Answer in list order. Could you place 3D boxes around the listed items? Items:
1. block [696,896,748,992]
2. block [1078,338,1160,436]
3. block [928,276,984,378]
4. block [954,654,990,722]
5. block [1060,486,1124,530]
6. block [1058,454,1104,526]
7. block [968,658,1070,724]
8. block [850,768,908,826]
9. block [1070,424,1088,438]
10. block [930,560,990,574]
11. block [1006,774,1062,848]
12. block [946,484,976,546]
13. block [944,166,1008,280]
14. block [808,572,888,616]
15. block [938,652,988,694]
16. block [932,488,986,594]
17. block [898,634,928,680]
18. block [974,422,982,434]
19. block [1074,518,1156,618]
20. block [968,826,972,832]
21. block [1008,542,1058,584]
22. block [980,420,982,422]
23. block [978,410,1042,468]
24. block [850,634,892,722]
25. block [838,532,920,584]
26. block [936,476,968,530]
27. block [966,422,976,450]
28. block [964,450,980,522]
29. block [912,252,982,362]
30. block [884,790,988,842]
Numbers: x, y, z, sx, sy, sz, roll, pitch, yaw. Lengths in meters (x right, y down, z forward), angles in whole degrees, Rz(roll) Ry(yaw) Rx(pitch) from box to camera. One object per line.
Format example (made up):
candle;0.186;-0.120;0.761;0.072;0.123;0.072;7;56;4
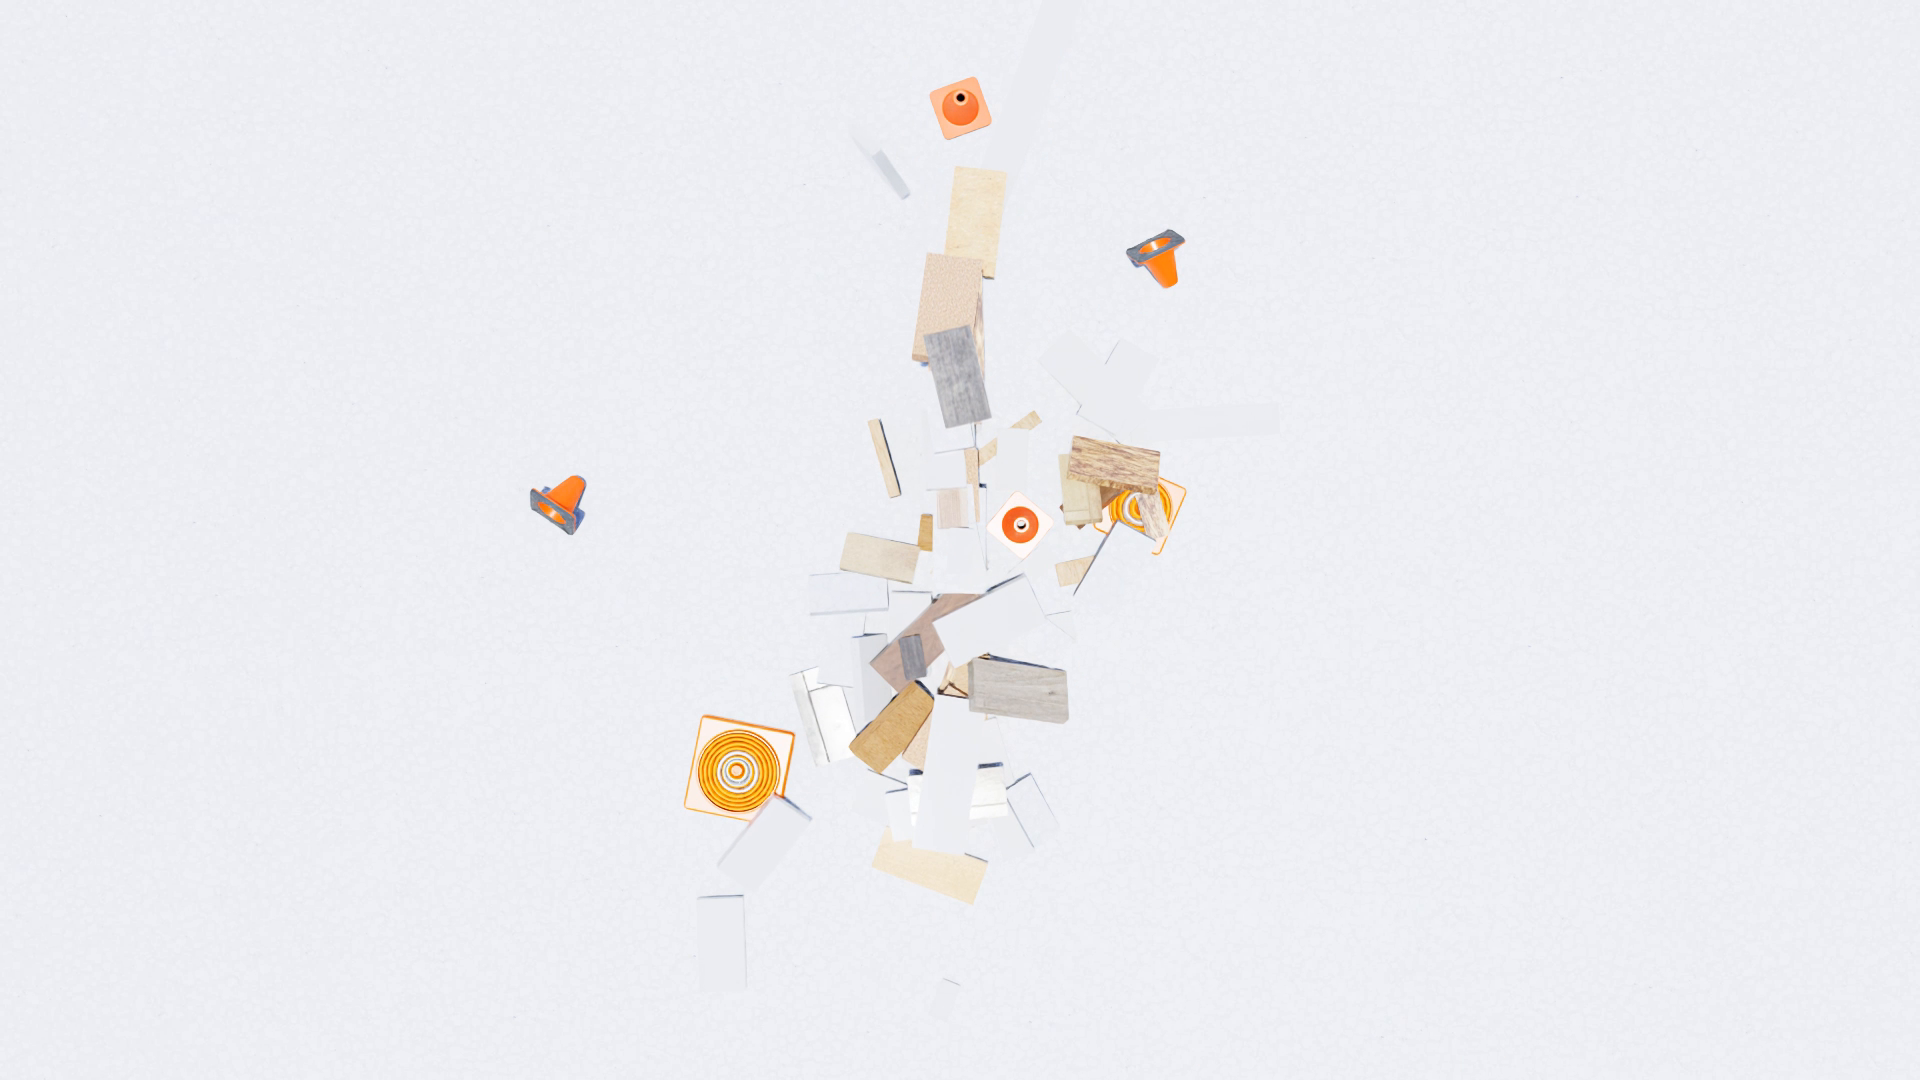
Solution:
block;-0.791;1.340;5.478;0.153;0.043;0.305;-2;90;0
block;0.520;-0.502;5.416;0.143;0.041;0.286;30;89;5
block;-0.015;-0.674;5.138;0.174;0.049;0.347;-1;90;0
block;0.038;0.485;5.442;0.110;0.031;0.221;2;99;0
block;0.438;-0.138;5.460;0.205;0.029;0.103;-42;59;1
block;0.396;-0.170;5.432;0.123;0.035;0.246;-5;65;0
block;0.191;0.494;5.381;0.337;0.048;0.169;10;60;-21
block;-0.201;0.883;5.479;0.292;0.041;0.146;21;90;0
block;0.402;-0.332;5.493;0.048;0.014;0.095;-14;90;0
block;0.002;0.088;5.335;0.163;0.327;0.046;24;102;0
block;0.236;0.898;5.462;0.107;0.030;0.214;-30;94;-17
block;-0.001;-0.074;5.081;0.095;0.027;0.189;-5;89;0
block;0.048;-1.047;5.441;0.174;0.049;0.347;7;90;0
block;-0.369;0.176;5.459;0.259;0.037;0.130;-4;68;0
block;0.010;0.433;5.467;0.110;0.031;0.221;19;98;-1
block;-0.002;0.002;5.148;0.163;0.046;0.327;0;89;0
block;-0.154;0.381;5.365;0.071;0.020;0.142;-11;99;-9
block;-0.005;-0.380;5.353;0.146;0.293;0.041;0;88;0
block;0.510;0.094;5.439;0.148;0.042;0.295;28;104;-5
block;0.028;0.899;5.473;0.064;0.018;0.128;26;90;0
block;0.245;0.089;5.489;0.157;0.022;0.078;-41;90;0
block;-0.003;-0.519;5.185;0.146;0.041;0.293;1;90;0
block;0.155;-0.337;5.493;0.261;0.014;0.048;-36;90;0
block;-0.292;0.454;5.434;0.039;0.137;0.275;-4;90;39
block;-0.265;0.061;5.457;0.248;0.035;0.124;12;74;4
block;-0.024;-0.128;5.046;0.094;0.027;0.189;-2;77;1
block;-0.012;-0.358;5.139;0.112;0.032;0.428;-3;106;1
block;0.002;-0.165;5.112;0.112;0.032;0.223;-2;89;0
block;-0.038;-0.703;5.031;0.174;0.049;0.347;7;70;0
block;-0.078;0.884;5.435;0.314;0.044;0.157;-11;87;-2
